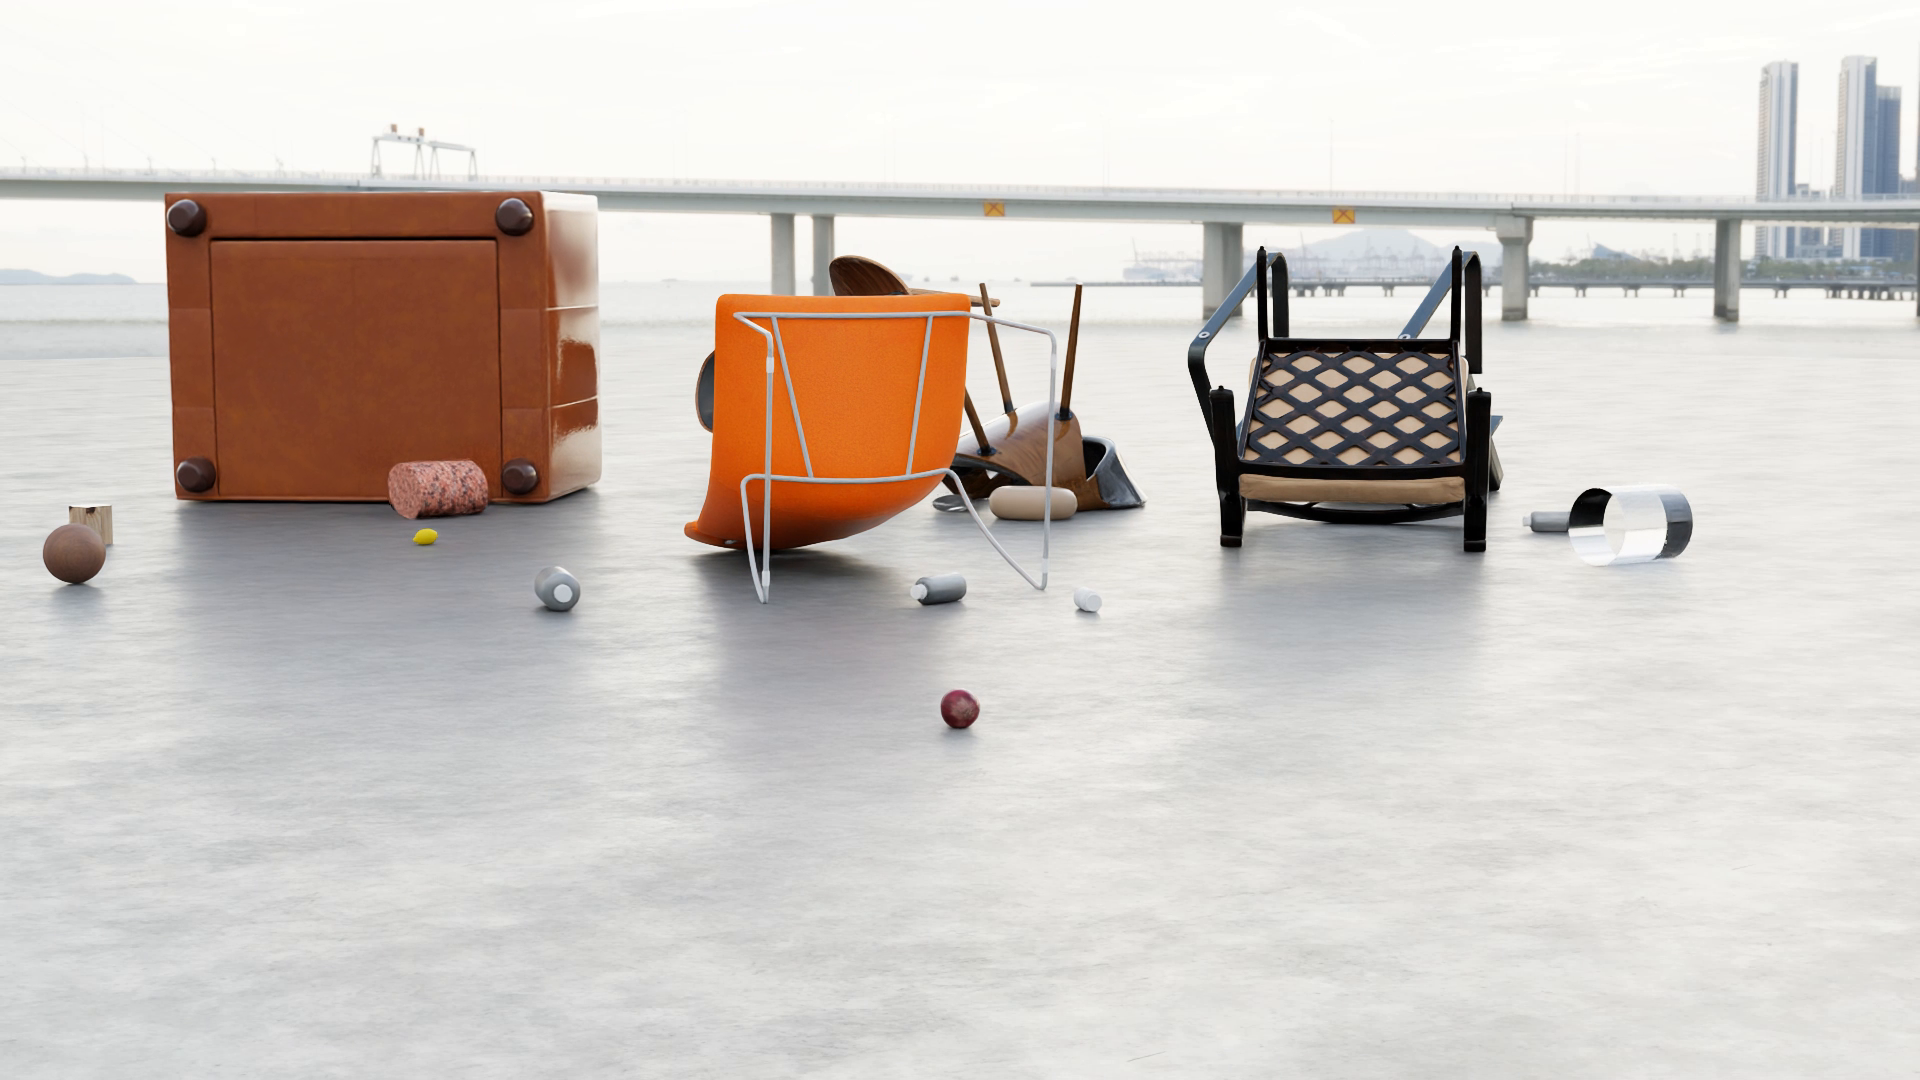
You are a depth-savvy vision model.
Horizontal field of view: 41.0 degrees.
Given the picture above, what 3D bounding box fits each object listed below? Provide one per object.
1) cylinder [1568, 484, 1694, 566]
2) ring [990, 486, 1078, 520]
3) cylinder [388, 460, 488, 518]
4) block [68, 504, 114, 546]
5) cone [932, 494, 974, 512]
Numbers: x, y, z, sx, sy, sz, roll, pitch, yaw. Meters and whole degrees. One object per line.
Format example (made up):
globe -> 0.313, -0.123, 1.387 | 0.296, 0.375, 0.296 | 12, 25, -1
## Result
cylinder -> 1.542, -0.036, 5.899 | 0.230, 0.178, 0.169 | -4, 7, -35
ring -> 0.198, -0.100, 6.969 | 0.242, 0.087, 0.170 | 2, 5, 8
cylinder -> -1.434, -0.140, 7.055 | 0.218, 0.136, 0.167 | -6, 42, -46
block -> -2.138, -0.037, 6.311 | 0.066, 0.095, 0.075 | 4, 7, 34
cone -> 0.003, -0.095, 7.210 | 0.130, 0.050, 0.099 | 0, -9, 28
